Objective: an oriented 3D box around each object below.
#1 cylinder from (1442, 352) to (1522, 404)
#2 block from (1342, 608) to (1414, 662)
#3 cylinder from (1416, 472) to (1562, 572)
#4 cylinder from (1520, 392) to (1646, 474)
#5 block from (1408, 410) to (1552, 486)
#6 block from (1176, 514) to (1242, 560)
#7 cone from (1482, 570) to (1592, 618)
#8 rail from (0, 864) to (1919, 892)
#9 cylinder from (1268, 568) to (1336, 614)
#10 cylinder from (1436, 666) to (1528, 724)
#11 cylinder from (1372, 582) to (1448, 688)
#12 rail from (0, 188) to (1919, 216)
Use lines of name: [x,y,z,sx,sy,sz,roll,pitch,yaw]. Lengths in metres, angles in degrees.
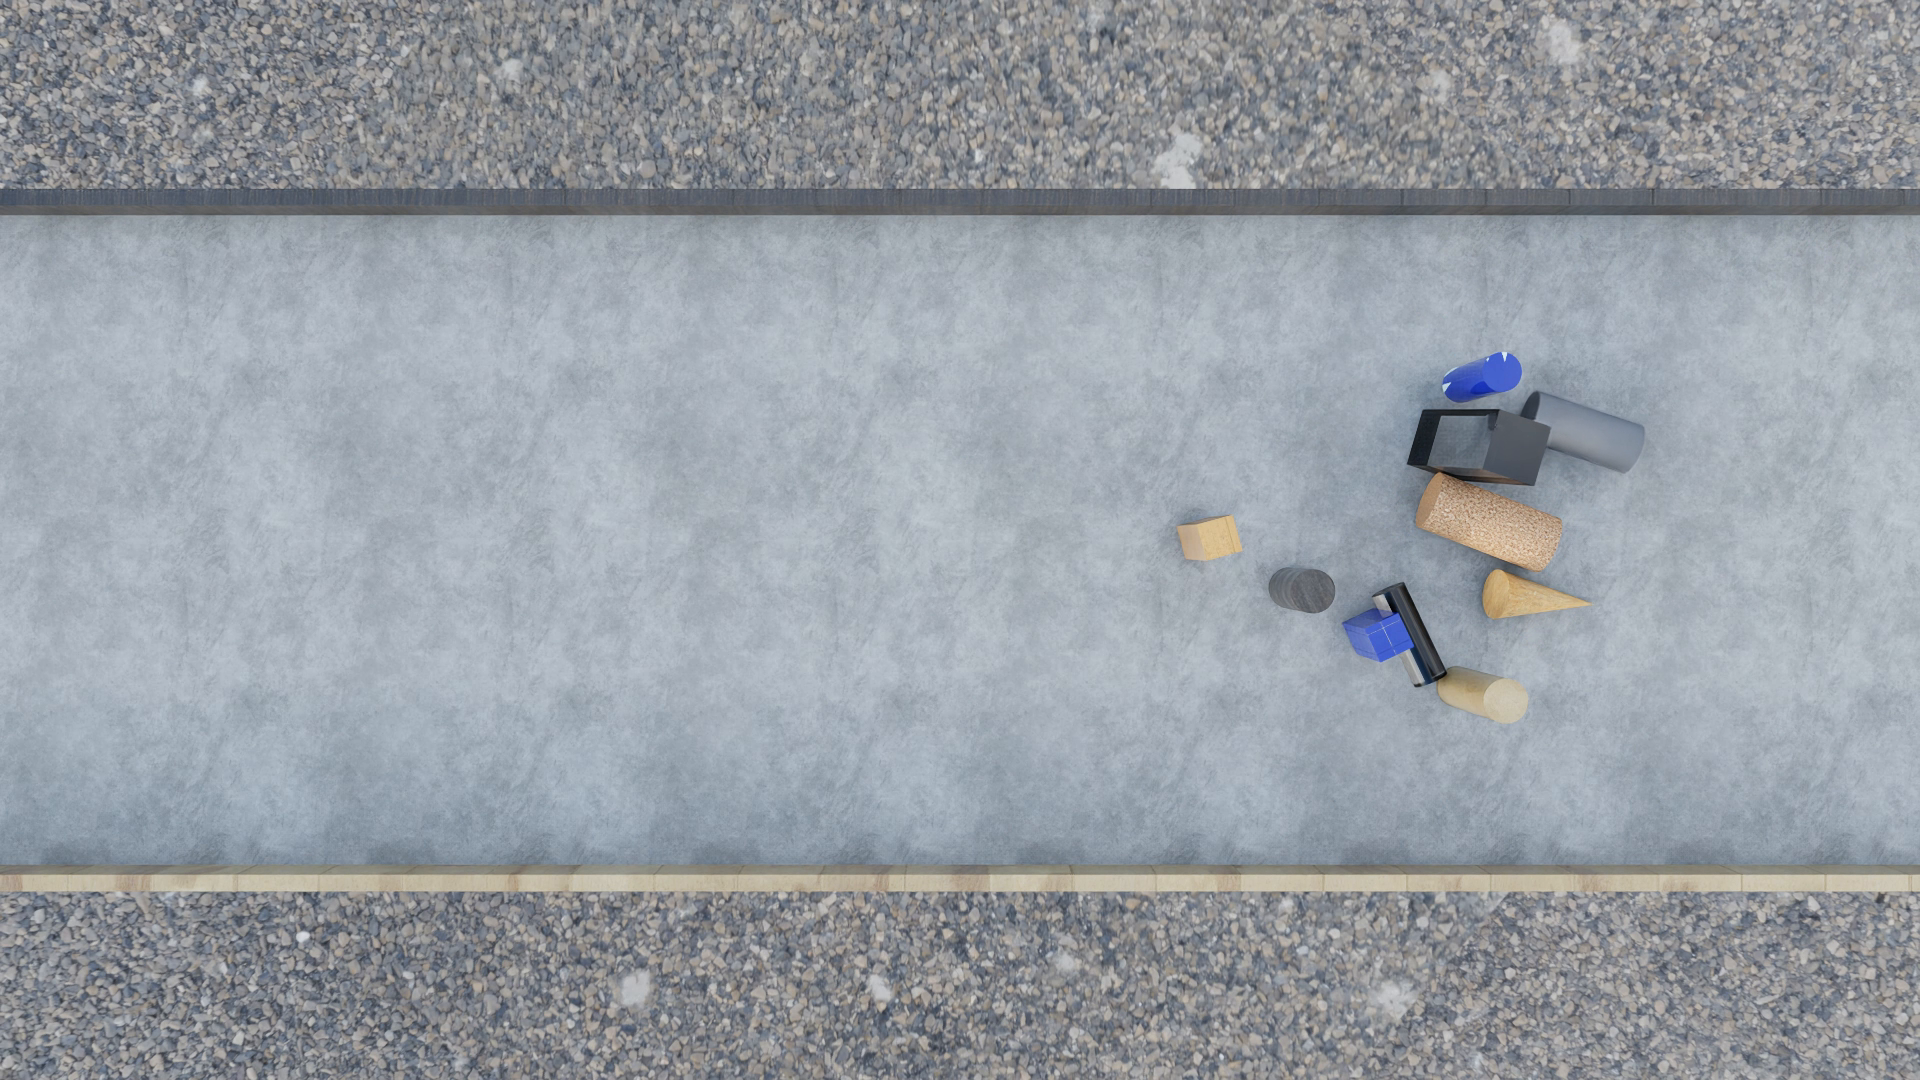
cylinder: [1.541,-0.478,4.882,0.113,0.389,0.113,0,90,0]
block: [1.244,0.281,4.922,0.108,0.307,0.108,-26,90,1]
cylinder: [1.597,-0.053,4.988,0.384,0.178,0.178,21,90,0]
cylinder: [1.880,-0.327,5.000,0.332,0.154,0.154,18,90,0]
block: [1.520,-0.275,4.854,0.175,0.414,0.175,16,90,-15]
block: [0.731,-0.006,4.860,0.106,0.432,0.106,-15,90,0]
cone: [1.790,0.181,5.039,0.340,0.151,0.151,6,90,-13]
rail: [-2.247,1.025,5.001,12.000,0.150,0.050,0,90,0]
cylinder: [1.013,0.147,4.903,0.127,0.347,0.127,0,90,0]
cylinder: [1.530,0.451,4.848,0.126,0.457,0.126,0,90,0]
cylinder: [1.369,0.288,5.023,0.107,0.107,0.304,-25,90,0]
rail: [-2.247,-1.025,5.002,12.000,0.150,0.050,0,90,0]
